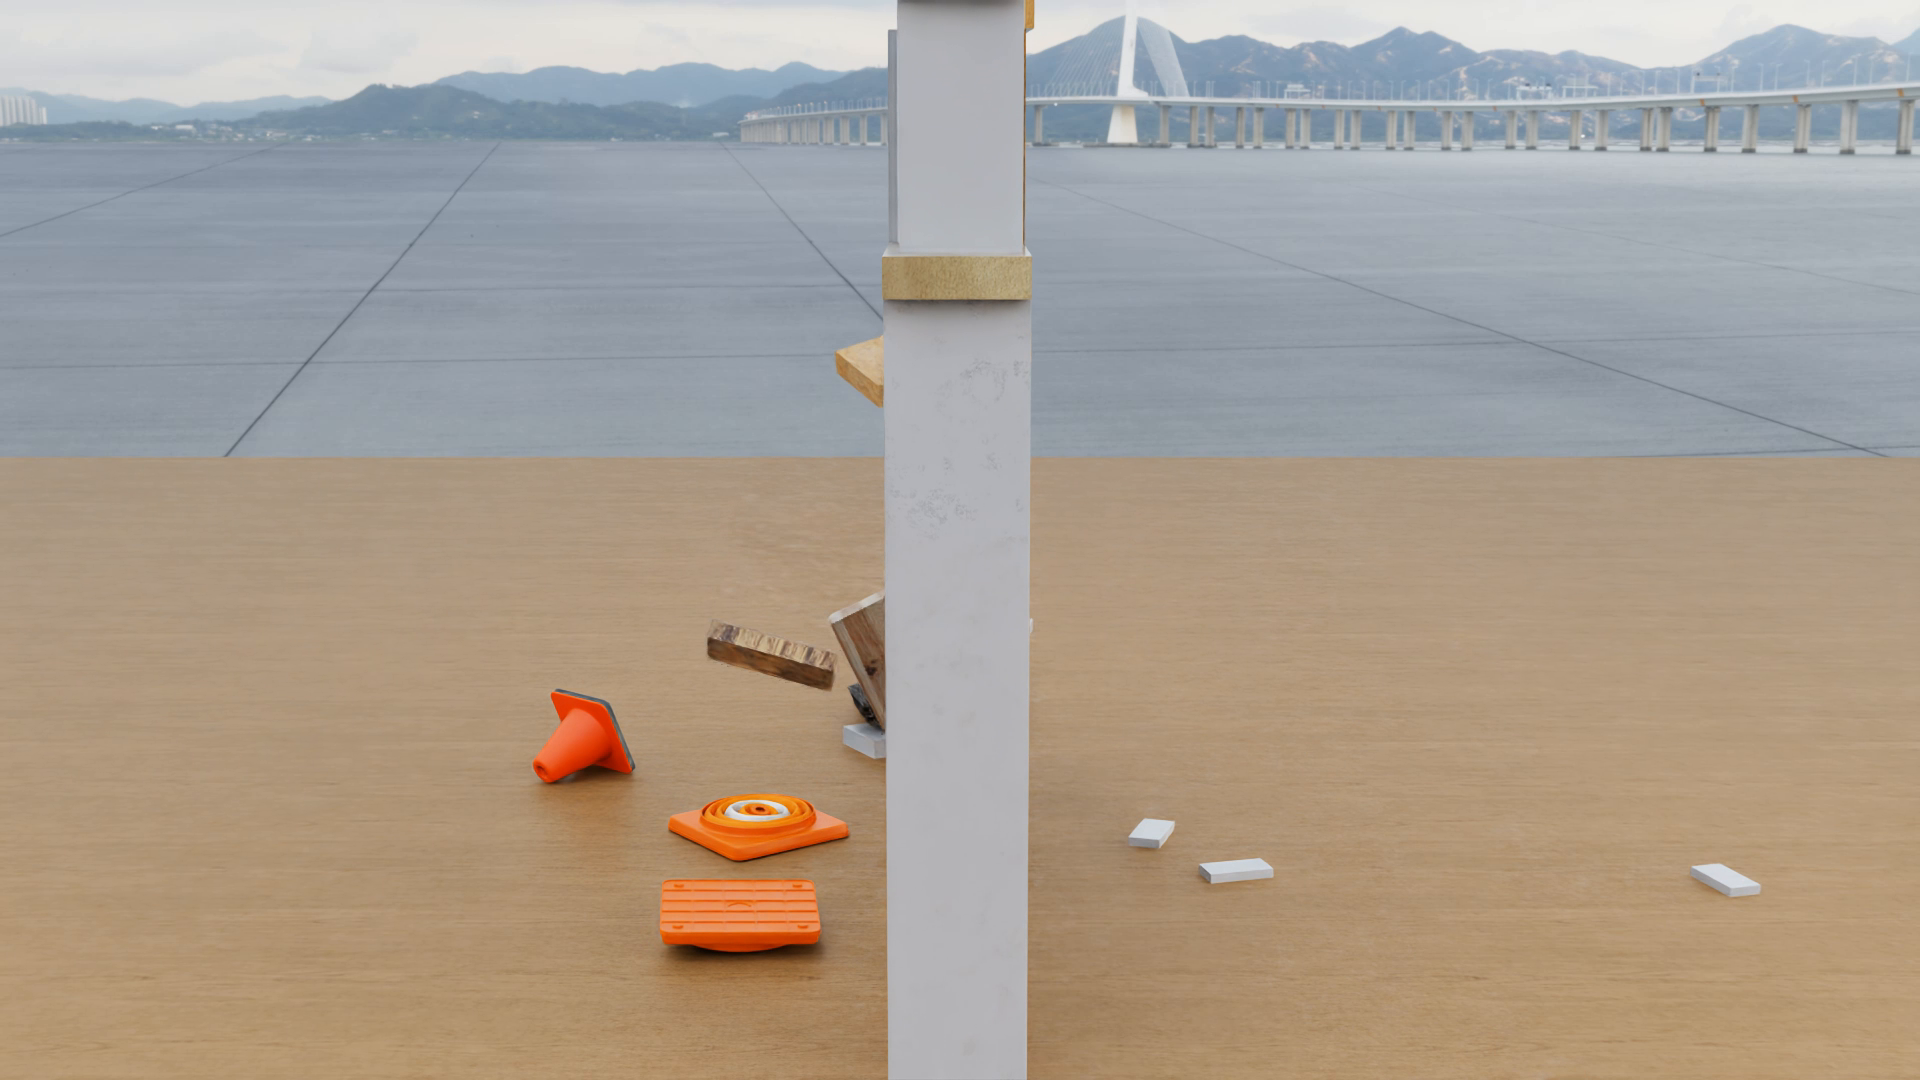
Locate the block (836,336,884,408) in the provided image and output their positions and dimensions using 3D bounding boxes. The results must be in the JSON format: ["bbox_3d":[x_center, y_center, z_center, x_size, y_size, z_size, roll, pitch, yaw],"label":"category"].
[{"bbox_3d":[-0.055,-0.375,4.439,0.351,0.050,0.175,-21,38,-25],"label":"block"}]

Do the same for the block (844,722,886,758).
[{"bbox_3d":[-0.095,0.402,4.577,0.266,0.038,0.133,-6,12,-31],"label":"block"}]

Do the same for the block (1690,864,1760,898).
[{"bbox_3d":[1.291,0.574,3.712,0.057,0.016,0.113,-3,11,-15],"label":"block"}]

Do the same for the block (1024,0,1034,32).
[{"bbox_3d":[0.014,-0.821,3.452,0.179,0.051,0.357,0,10,-3],"label":"block"}]

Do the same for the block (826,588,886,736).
[{"bbox_3d":[-0.136,0.240,4.261,0.139,0.278,0.039,-26,23,-4],"label":"block"}]

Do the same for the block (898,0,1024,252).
[{"bbox_3d":[0.001,-0.508,2.703,0.152,0.304,0.043,0,11,0],"label":"block"}]

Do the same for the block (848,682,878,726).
[{"bbox_3d":[-0.135,0.318,4.685,0.175,0.050,0.351,-25,5,-6],"label":"block"}]

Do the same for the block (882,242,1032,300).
[{"bbox_3d":[-0.004,-0.345,2.801,0.179,0.051,0.358,0,11,0],"label":"block"}]

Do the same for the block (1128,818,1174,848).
[{"bbox_3d":[0.345,0.528,3.958,0.057,0.016,0.113,4,11,19],"label":"block"}]

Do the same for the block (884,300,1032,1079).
[{"bbox_3d":[-0.003,0.219,2.783,0.179,1.053,0.051,0,10,0],"label":"block"}]

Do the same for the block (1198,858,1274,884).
[{"bbox_3d":[0.472,0.565,3.758,0.113,0.016,0.057,-3,11,-15],"label":"block"}]

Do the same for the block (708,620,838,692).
[{"bbox_3d":[-0.387,0.240,4.537,0.265,0.038,0.133,15,-23,1],"label":"block"}]

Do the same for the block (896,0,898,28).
[{"bbox_3d":[0.002,-0.740,3.105,0.171,0.048,0.342,0,10,0],"label":"block"}]

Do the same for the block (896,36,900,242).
[{"bbox_3d":[-0.005,-0.569,3.255,0.171,0.342,0.048,1,11,5],"label":"block"}]

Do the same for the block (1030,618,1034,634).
[{"bbox_3d":[0.126,0.231,5.525,0.097,0.027,0.194,1,11,7],"label":"block"}]

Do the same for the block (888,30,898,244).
[{"bbox_3d":[-0.018,-0.598,3.367,0.179,0.357,0.051,1,10,4],"label":"block"}]

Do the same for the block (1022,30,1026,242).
[{"bbox_3d":[0.003,-0.497,3.028,0.171,0.402,0.048,0,10,-2],"label":"block"}]
